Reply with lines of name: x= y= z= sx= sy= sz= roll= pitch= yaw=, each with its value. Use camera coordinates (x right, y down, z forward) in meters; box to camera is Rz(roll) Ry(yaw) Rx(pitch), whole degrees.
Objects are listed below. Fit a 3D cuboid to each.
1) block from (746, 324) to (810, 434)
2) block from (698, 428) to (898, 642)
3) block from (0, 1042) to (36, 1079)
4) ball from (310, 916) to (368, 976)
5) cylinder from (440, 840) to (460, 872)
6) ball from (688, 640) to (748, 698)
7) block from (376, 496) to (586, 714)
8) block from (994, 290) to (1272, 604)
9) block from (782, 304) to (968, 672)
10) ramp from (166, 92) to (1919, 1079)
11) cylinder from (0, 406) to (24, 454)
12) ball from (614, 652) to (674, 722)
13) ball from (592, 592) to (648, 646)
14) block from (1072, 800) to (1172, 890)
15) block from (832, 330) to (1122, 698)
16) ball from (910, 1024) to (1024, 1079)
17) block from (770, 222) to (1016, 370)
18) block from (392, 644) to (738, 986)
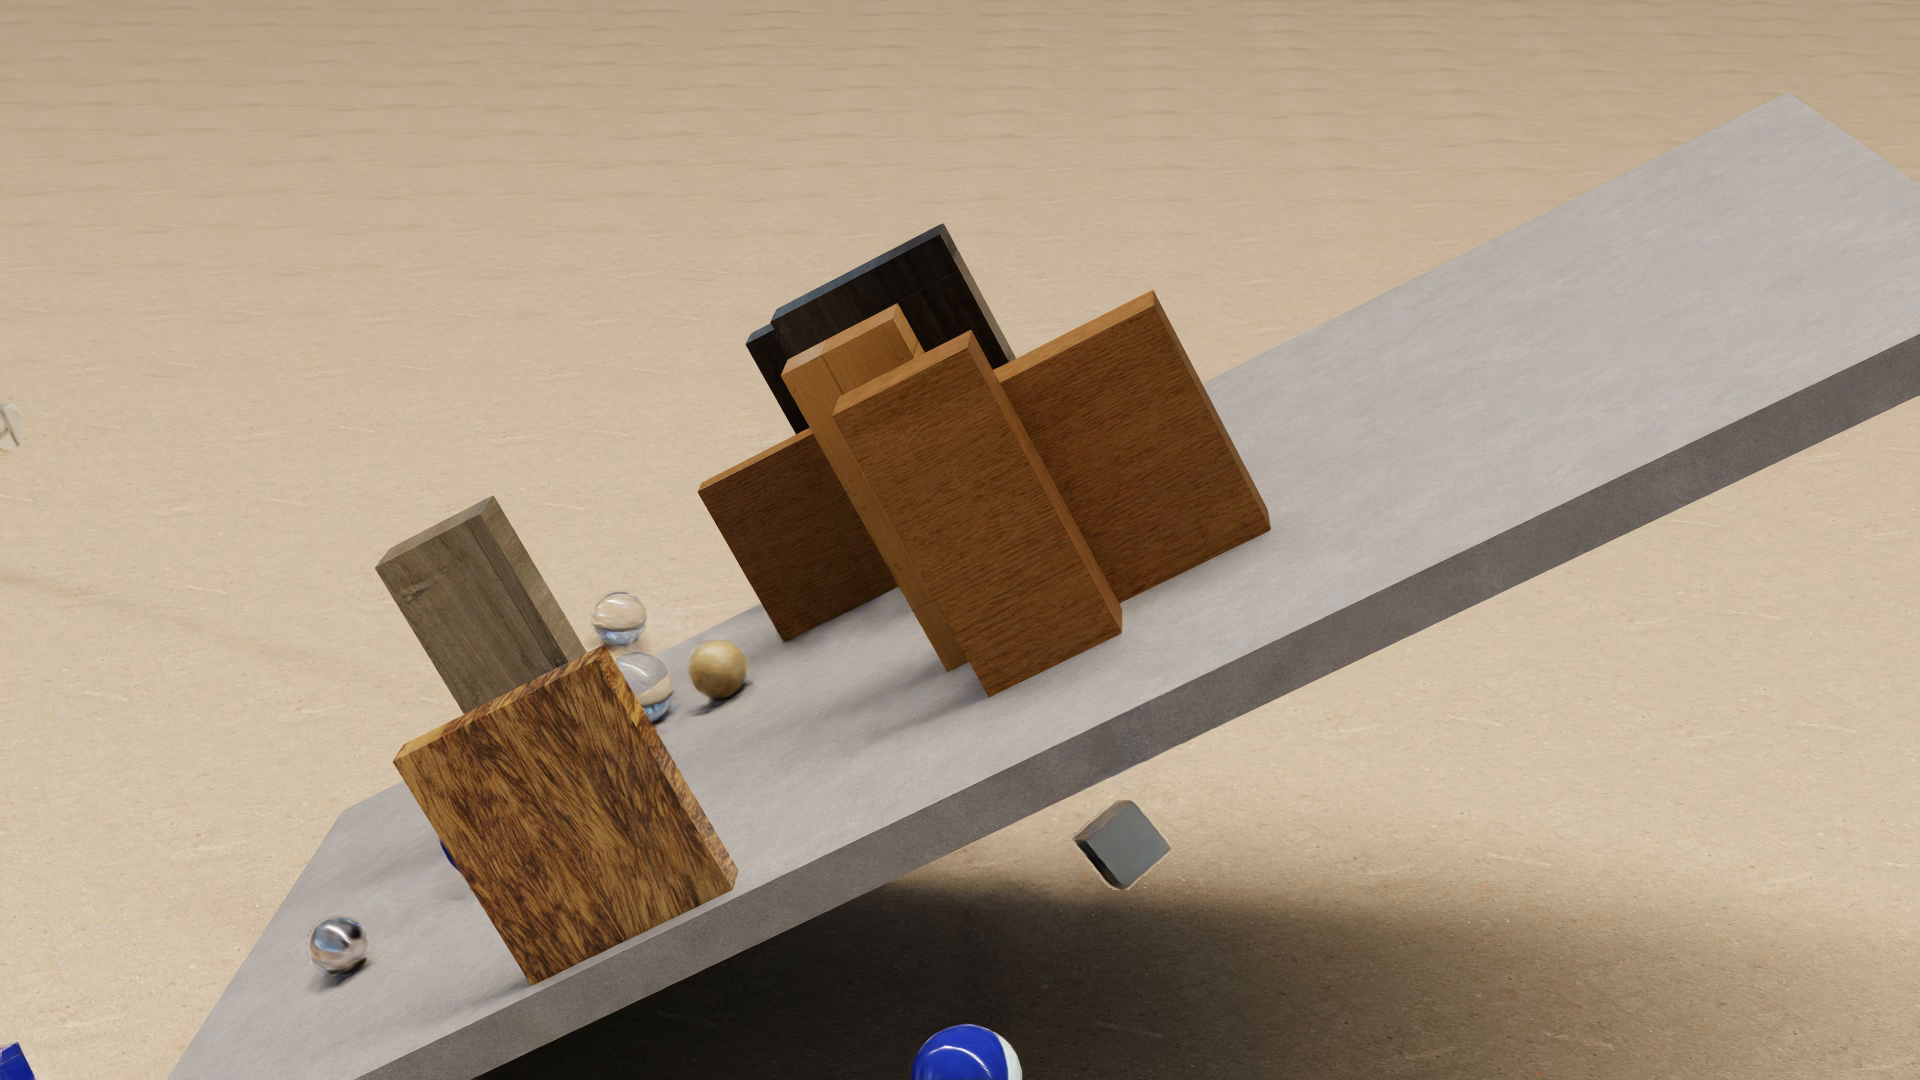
block: x=-0.237 y=-0.273 z=7.068 sx=0.275 sy=0.627 sz=0.114 roll=-26 pitch=14 yaw=11
block: x=-0.342 y=-0.028 z=6.847 sx=0.375 sy=0.415 sz=0.080 roll=-26 pitch=14 yaw=11
block: x=-2.017 y=1.155 z=6.077 sx=0.152 sy=0.152 sz=0.152 roll=-21 pitch=5 yaw=30
ball: x=-1.314 y=0.858 z=6.219 sx=0.122 sy=0.122 sz=0.122 roll=0 pitch=17 yaw=0
cylinder: x=-0.985 y=0.613 z=6.310 sx=0.187 sy=0.187 sz=0.187 roll=-20 pitch=5 yaw=32
ball: x=-0.551 y=0.294 z=6.700 sx=0.134 sy=0.134 sz=0.134 roll=0 pitch=17 yaw=0
block: x=-0.998 y=0.267 z=6.549 sx=0.270 sy=0.673 sz=0.145 roll=-26 pitch=14 yaw=11
block: x=0.335 y=-0.177 z=5.848 sx=0.372 sy=0.510 sz=0.142 roll=-26 pitch=14 yaw=11
block: x=-0.076 y=-0.104 z=5.988 sx=0.254 sy=0.705 sz=0.136 roll=-26 pitch=14 yaw=11
ramp: x=0.141 y=0.167 z=6.281 sx=4.000 sy=0.100 sz=2.000 roll=-26 pitch=14 yaw=11
cylinder: x=-3.173 y=-0.365 z=9.612 sx=0.158 sy=0.158 sz=0.158 roll=6 pitch=18 yaw=26
ball: x=-0.750 y=0.345 z=6.834 sx=0.170 sy=0.170 sz=0.170 roll=0 pitch=17 yaw=0
ball: x=-1.048 y=0.243 z=9.068 sx=0.169 sy=0.169 sz=0.169 roll=0 pitch=17 yaw=0
block: x=0.285 y=0.535 z=5.181 sx=0.109 sy=0.109 sz=0.109 roll=-40 pitch=3 yaw=-10
block: x=0.039 y=-0.049 z=5.707 sx=0.292 sy=0.638 sz=0.147 roll=-26 pitch=14 yaw=11
ball: x=0.011 y=0.916 z=4.975 sx=0.193 sy=0.193 sz=0.193 roll=0 pitch=17 yaw=0
block: x=-0.054 y=-0.276 z=6.511 sx=0.420 sy=0.727 sz=0.127 roll=-26 pitch=14 yaw=11
block: x=-0.732 y=0.516 z=5.485 sx=0.438 sy=0.508 sz=0.088 roll=-26 pitch=14 yaw=11
